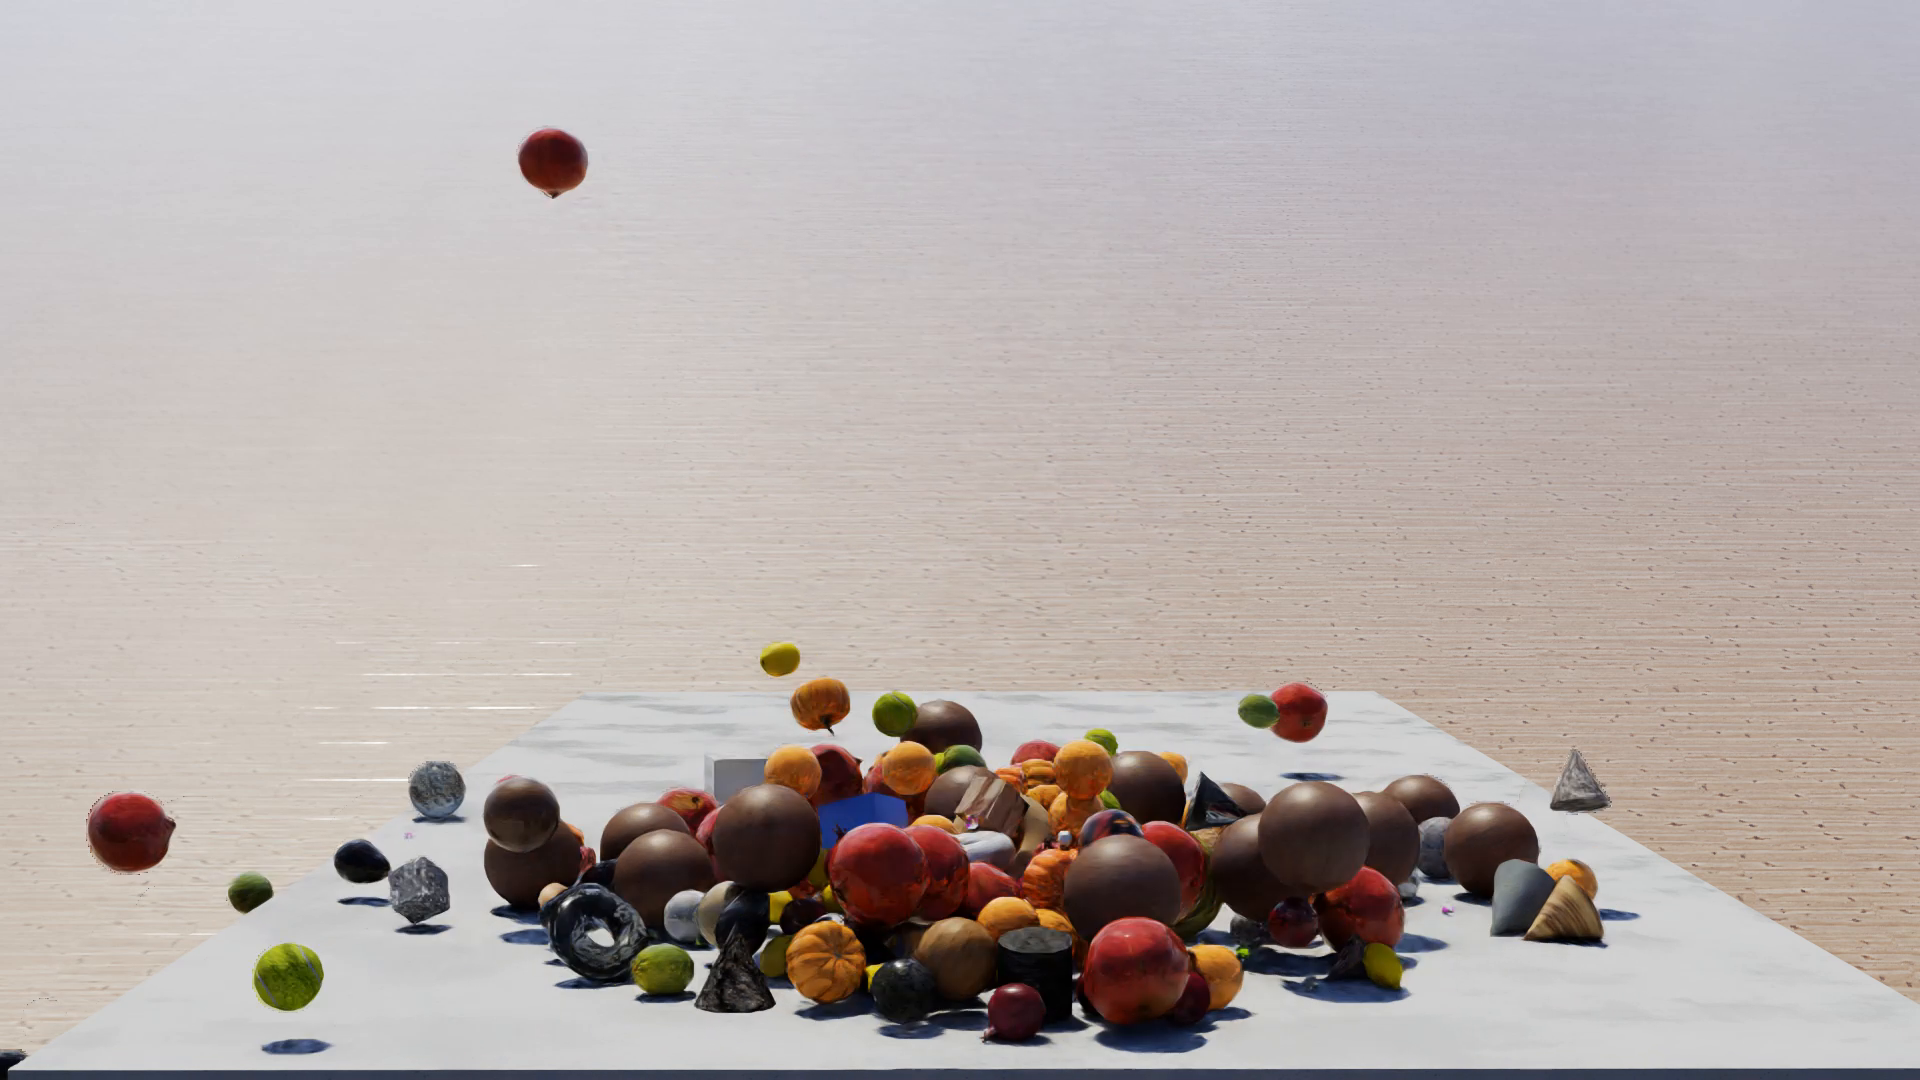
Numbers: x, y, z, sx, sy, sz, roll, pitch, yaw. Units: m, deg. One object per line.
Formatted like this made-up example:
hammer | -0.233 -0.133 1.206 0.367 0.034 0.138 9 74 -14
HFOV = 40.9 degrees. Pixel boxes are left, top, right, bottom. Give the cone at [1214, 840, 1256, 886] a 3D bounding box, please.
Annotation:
cone | 0.359 0.461 3.534 0.068 0.068 0.068 33 10 -7

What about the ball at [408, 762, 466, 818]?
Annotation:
ball | -0.871 0.417 4.292 0.093 0.093 0.093 0 24 0

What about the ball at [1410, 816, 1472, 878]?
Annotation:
ball | 0.687 0.440 3.682 0.088 0.088 0.088 0 24 0

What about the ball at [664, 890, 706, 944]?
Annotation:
ball | -0.334 0.467 3.194 0.067 0.067 0.067 0 24 0

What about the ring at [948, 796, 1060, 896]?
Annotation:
ring | 0.056 0.399 3.376 0.149 0.050 0.149 -4 57 6

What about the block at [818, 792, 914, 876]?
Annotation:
block | -0.119 0.373 3.256 0.082 0.082 0.082 -17 -20 24

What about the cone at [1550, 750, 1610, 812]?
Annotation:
cone | 0.826 0.317 3.452 0.079 0.079 0.079 0 -19 0

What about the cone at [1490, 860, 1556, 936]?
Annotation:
cone | 0.699 0.475 3.275 0.100 0.100 0.100 19 40 35

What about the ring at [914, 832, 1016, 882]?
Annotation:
ring | 0.005 0.388 3.156 0.127 0.042 0.127 -9 3 0

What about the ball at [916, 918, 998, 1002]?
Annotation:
ball | -0.004 0.453 2.787 0.090 0.090 0.090 0 24 0

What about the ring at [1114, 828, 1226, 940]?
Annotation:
ring | 0.263 0.432 3.229 0.141 0.141 0.047 4 -15 8

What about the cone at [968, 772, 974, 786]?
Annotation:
cone | 0.031 0.405 3.991 0.098 0.098 0.098 -20 -1 0

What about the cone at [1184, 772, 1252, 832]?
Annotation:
cone | 0.337 0.346 3.292 0.082 0.082 0.082 17 26 2

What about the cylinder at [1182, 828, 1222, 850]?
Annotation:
cylinder | 0.319 0.442 3.582 0.082 0.082 0.082 11 7 23

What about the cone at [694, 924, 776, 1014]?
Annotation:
cone | -0.248 0.468 2.845 0.090 0.090 0.090 0 2 0

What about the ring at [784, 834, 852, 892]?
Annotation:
ring | -0.180 0.440 3.561 0.149 0.149 0.050 -13 67 -26

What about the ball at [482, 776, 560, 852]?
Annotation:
ball | -0.561 0.351 3.296 0.097 0.097 0.097 0 24 0

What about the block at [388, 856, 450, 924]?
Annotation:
block | -0.695 0.451 3.312 0.054 0.054 0.054 -24 51 11

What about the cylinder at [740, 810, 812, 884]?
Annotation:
cylinder | -0.225 0.376 3.157 0.076 0.076 0.076 12 -7 2

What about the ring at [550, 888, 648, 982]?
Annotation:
ring | -0.419 0.459 2.991 0.122 0.041 0.122 22 38 -18

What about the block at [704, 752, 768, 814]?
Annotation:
block | -0.382 0.414 4.391 0.092 0.092 0.092 -1 2 -17

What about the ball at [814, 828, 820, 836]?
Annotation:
ball | -0.189 0.449 3.840 0.059 0.059 0.059 0 24 0

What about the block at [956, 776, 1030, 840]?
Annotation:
block | 0.042 0.348 3.336 0.057 0.057 0.057 5 55 44

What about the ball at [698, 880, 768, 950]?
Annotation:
ball | -0.271 0.449 3.078 0.084 0.084 0.084 0 24 0

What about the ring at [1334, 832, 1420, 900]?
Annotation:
ring | 0.568 0.444 3.515 0.131 0.044 0.131 30 6 -4

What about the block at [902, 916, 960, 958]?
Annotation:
block | -0.020 0.464 2.878 0.068 0.068 0.068 -12 -2 -11

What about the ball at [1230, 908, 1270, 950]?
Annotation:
ball | 0.356 0.477 3.162 0.050 0.050 0.050 0 24 0

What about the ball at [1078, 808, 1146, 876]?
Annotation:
ball | 0.173 0.345 2.940 0.078 0.078 0.078 0 24 0

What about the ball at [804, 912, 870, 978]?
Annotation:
ball | -0.143 0.470 2.995 0.075 0.075 0.075 0 24 0

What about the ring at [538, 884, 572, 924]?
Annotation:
ring | -0.491 0.463 3.196 0.027 0.081 0.081 -35 22 12

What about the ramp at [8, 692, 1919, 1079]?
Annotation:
ramp | 0.056 0.504 4.548 2.000 0.100 4.000 0 2 0

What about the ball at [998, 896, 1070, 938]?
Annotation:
ball | 0.085 0.455 2.986 0.082 0.082 0.082 0 24 0

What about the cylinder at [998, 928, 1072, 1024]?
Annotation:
cylinder | 0.081 0.469 2.775 0.080 0.080 0.080 0 12 0

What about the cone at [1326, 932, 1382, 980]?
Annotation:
cone | 0.446 0.494 2.979 0.058 0.058 0.058 -27 32 -16

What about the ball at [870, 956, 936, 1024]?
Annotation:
ball | -0.060 0.477 2.728 0.070 0.070 0.070 0 24 0

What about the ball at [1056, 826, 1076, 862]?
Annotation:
ball | 0.146 0.453 3.837 0.051 0.051 0.051 0 24 0
